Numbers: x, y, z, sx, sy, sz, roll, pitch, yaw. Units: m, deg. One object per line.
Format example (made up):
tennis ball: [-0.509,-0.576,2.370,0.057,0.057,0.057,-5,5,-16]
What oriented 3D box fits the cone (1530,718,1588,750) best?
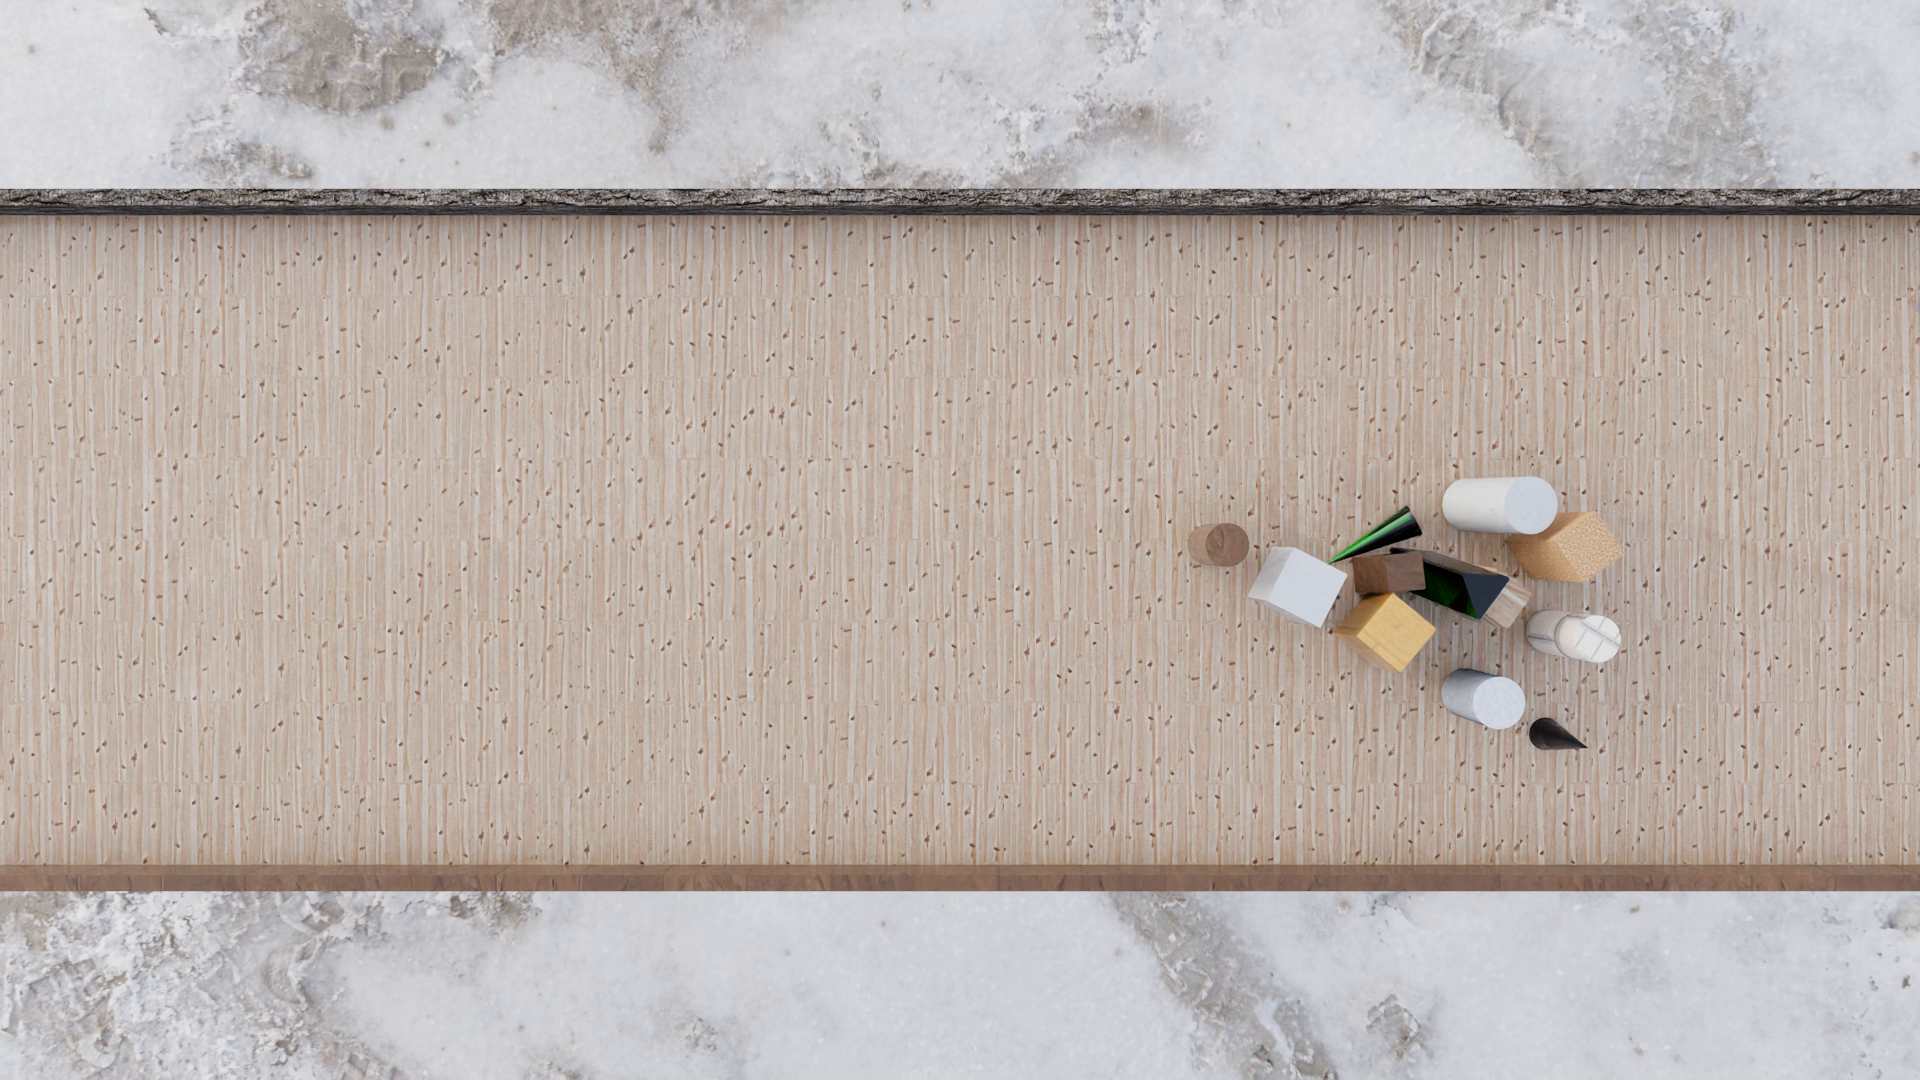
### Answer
cone: [1.802,0.597,4.902,0.101,0.348,0.101,0,90,0]

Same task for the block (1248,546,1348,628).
block: [1.000,0.137,4.911,0.173,0.331,0.173,27,90,0]

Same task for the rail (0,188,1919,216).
rail: [-2.247,-1.025,5.002,12.000,0.150,0.050,0,90,0]

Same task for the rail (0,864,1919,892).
rail: [-2.247,1.025,5.001,12.000,0.150,0.050,0,90,0]

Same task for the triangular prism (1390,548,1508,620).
triangular prism: [1.445,0.099,4.853,0.125,0.444,0.145,-25,103,-7]

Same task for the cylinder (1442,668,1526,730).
cylinder: [1.557,0.471,4.920,0.152,0.313,0.152,0,90,0]

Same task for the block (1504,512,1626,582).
block: [1.774,0.020,4.862,0.144,0.430,0.144,-35,90,0]

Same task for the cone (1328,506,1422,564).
cone: [1.252,0.009,5.052,0.305,0.100,0.100,-28,90,9]

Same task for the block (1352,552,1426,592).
block: [1.273,0.098,4.910,0.109,0.326,0.109,-6,89,-3]

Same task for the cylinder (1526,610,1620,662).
cylinder: [1.806,0.281,4.876,0.133,0.401,0.133,0,90,0]

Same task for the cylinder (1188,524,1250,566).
cylinder: [0.763,0.014,4.890,0.125,0.374,0.125,0,90,0]

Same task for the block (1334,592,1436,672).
block: [1.258,0.271,4.900,0.162,0.346,0.162,40,90,3]

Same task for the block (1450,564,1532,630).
block: [1.547,0.162,4.903,0.126,0.338,0.126,35,90,-5]

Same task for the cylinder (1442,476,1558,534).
cylinder: [1.590,-0.103,4.875,0.164,0.380,0.164,0,91,-10]
